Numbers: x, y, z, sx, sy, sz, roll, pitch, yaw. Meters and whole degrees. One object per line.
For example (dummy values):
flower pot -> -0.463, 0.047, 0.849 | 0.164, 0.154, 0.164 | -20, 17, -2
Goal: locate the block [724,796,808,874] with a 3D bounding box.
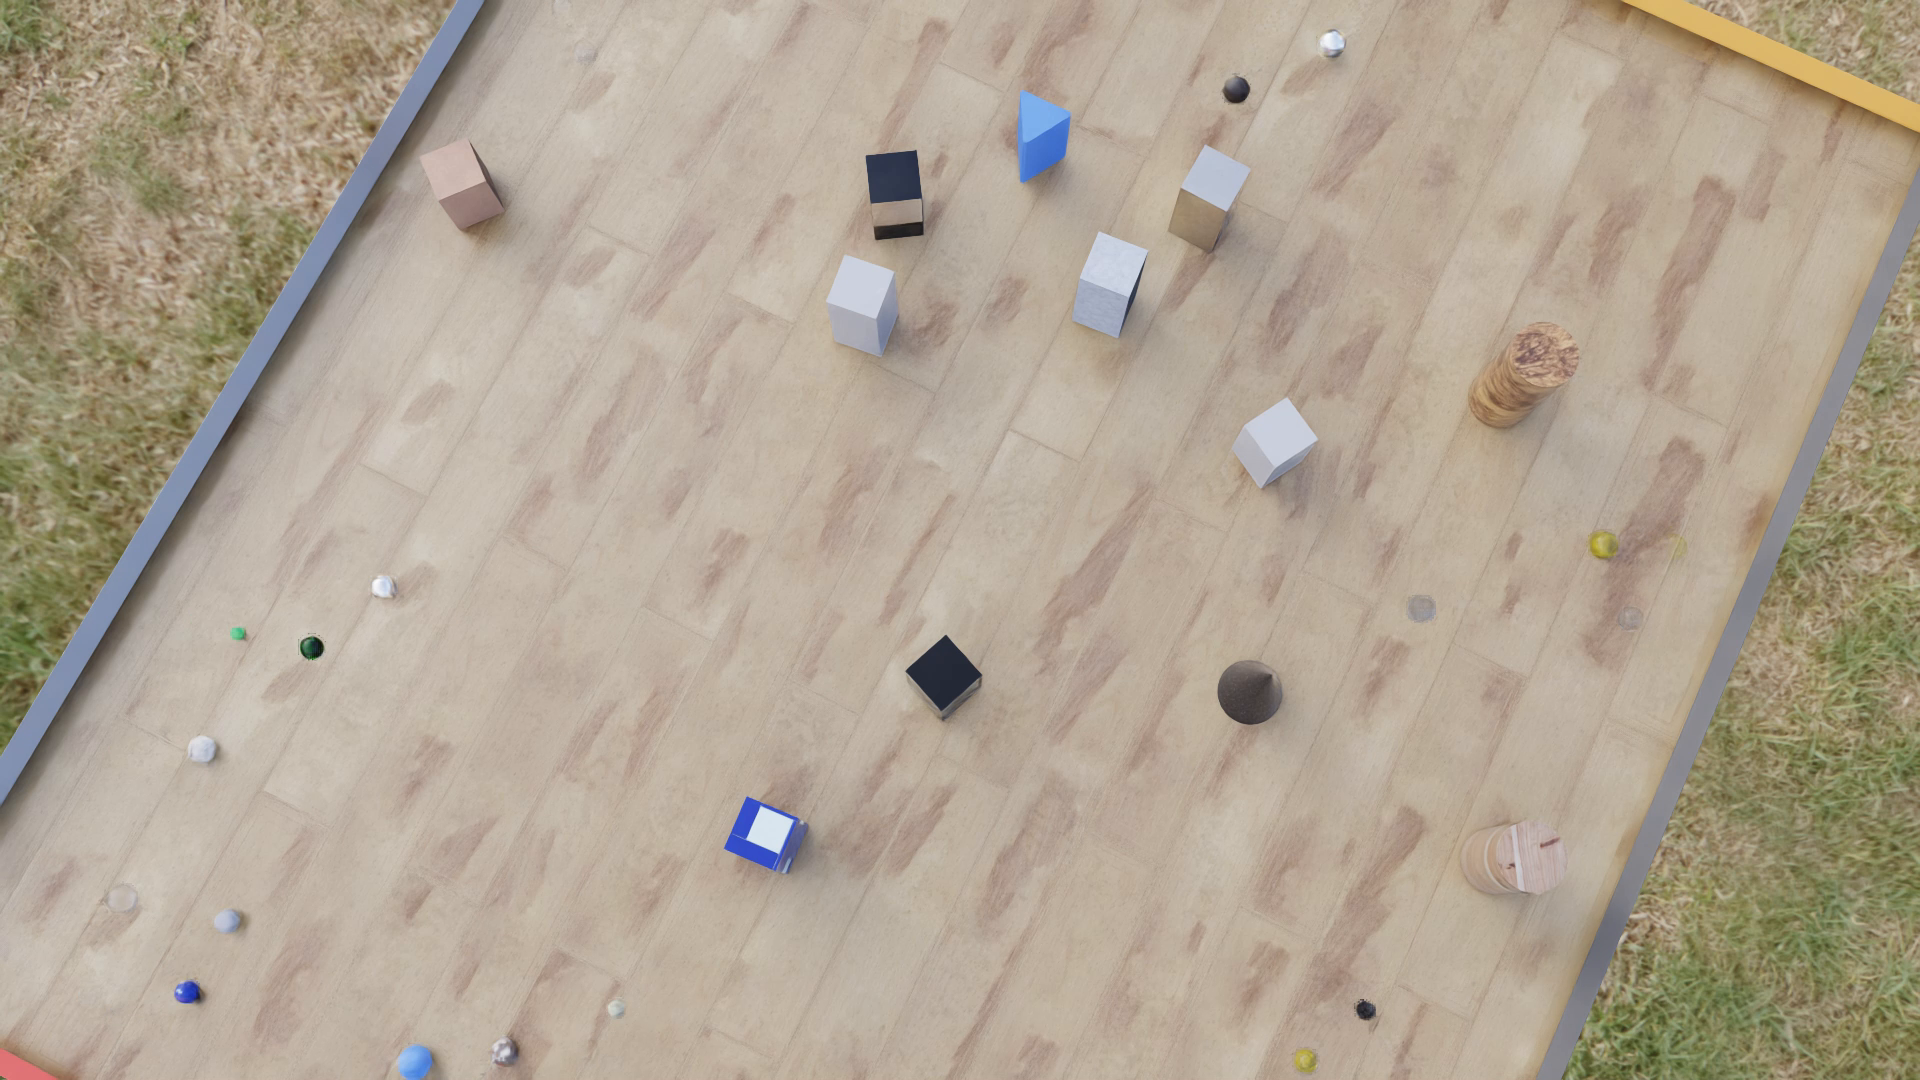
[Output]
block -> -0.551, 0.850, 5.254 | 0.157, 0.366, 0.157 | 22, 79, 4

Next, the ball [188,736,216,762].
ball -> -2.253, 0.622, 5.447 | 0.080, 0.080, 0.080 | 0, 78, 0

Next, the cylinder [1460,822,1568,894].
cylinder -> 1.577, 0.912, 5.235 | 0.196, 0.378, 0.196 | 0, 78, 0

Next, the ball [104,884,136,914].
ball -> -2.453, 1.049, 5.356 | 0.084, 0.084, 0.084 | 0, 78, 0

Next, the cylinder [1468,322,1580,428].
cylinder -> 1.680, -0.487, 5.485 | 0.196, 0.455, 0.196 | 0, 78, 0

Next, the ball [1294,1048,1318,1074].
ball -> 0.995, 1.499, 5.272 | 0.067, 0.067, 0.067 | 0, 78, 0

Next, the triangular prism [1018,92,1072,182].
triangular prism -> 0.228, -1.278, 5.724 | 0.169, 0.308, 0.147 | -33, 80, -6

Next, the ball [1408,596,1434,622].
ball -> 1.393, 0.208, 5.534 | 0.077, 0.077, 0.077 | 0, 78, 0

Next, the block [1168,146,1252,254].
block -> 0.765, -1.046, 5.651 | 0.157, 0.356, 0.157 | 29, 80, 6

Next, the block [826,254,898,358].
block -> -0.293, -0.707, 5.572 | 0.157, 0.374, 0.157 | 19, 79, 4

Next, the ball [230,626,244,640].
ball -> -2.183, 0.283, 5.537 | 0.042, 0.042, 0.042 | 0, 78, 0

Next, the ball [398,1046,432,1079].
ball -> -1.565, 1.499, 5.258 | 0.096, 0.096, 0.096 | 0, 78, 0

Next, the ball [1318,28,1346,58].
ball -> 1.198, -1.599, 5.902 | 0.090, 0.090, 0.090 | 0, 78, 0

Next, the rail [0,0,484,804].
rail -> -1.961, -0.954, 5.748 | 0.045, 0.127, 5.197 | 26, 80, 5

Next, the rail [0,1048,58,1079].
rail -> -1.151, 2.262, 5.082 | 4.433, 0.127, 0.045 | 26, 80, 5

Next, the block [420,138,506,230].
block -> -1.551, -1.110, 5.722 | 0.157, 0.244, 0.157 | -24, 79, -5

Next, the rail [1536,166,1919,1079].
rail -> 1.961, 0.967, 5.350 | 0.045, 0.127, 5.197 | 26, 80, 5

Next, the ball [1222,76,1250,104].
ball -> 0.885, -1.442, 5.871 | 0.086, 0.086, 0.086 | 0, 78, 0

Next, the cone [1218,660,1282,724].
cone -> 0.873, 0.418, 5.324 | 0.196, 0.403, 0.196 | 0, 78, 0

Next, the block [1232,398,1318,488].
block -> 0.948, -0.290, 5.540 | 0.157, 0.267, 0.157 | -33, 80, -6

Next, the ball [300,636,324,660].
ball -> -1.950, 0.324, 5.514 | 0.070, 0.070, 0.070 | 0, 78, 0

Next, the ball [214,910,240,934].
ball -> -2.140, 1.114, 5.351 | 0.069, 0.069, 0.069 | 0, 78, 0

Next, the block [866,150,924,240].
block -> -0.200, -1.066, 5.682 | 0.157, 0.303, 0.157 | -6, 78, -1

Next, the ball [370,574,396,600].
ball -> -1.748, 0.143, 5.548 | 0.077, 0.077, 0.077 | 0, 78, 0

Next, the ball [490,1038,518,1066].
ball -> -1.313, 1.472, 5.271 | 0.080, 0.080, 0.080 | 0, 78, 0

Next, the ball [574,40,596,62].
ball -> -1.209, -1.575, 5.906 | 0.071, 0.071, 0.071 | 0, 78, 0

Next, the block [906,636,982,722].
block -> -0.047, 0.409, 5.382 | 0.157, 0.293, 0.157 | -41, 81, -8

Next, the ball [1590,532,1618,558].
ball -> 1.957, 0.015, 5.570 | 0.085, 0.085, 0.085 | 0, 78, 0

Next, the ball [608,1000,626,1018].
ball -> -0.996, 1.358, 5.310 | 0.049, 0.049, 0.049 | 0, 78, 0

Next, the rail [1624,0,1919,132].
rail -> 1.151, -2.248, 6.016 | 4.433, 0.127, 0.045 | 26, 80, 5

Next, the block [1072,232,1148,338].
block -> 0.453, -0.772, 5.578 | 0.157, 0.388, 0.157 | 22, 79, 4

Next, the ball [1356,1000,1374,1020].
ball -> 1.173, 1.363, 5.307 | 0.054, 0.054, 0.054 | 0, 78, 0

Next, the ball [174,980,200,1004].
ball -> -2.241, 1.311, 5.311 | 0.066, 0.066, 0.066 | 0, 78, 0
